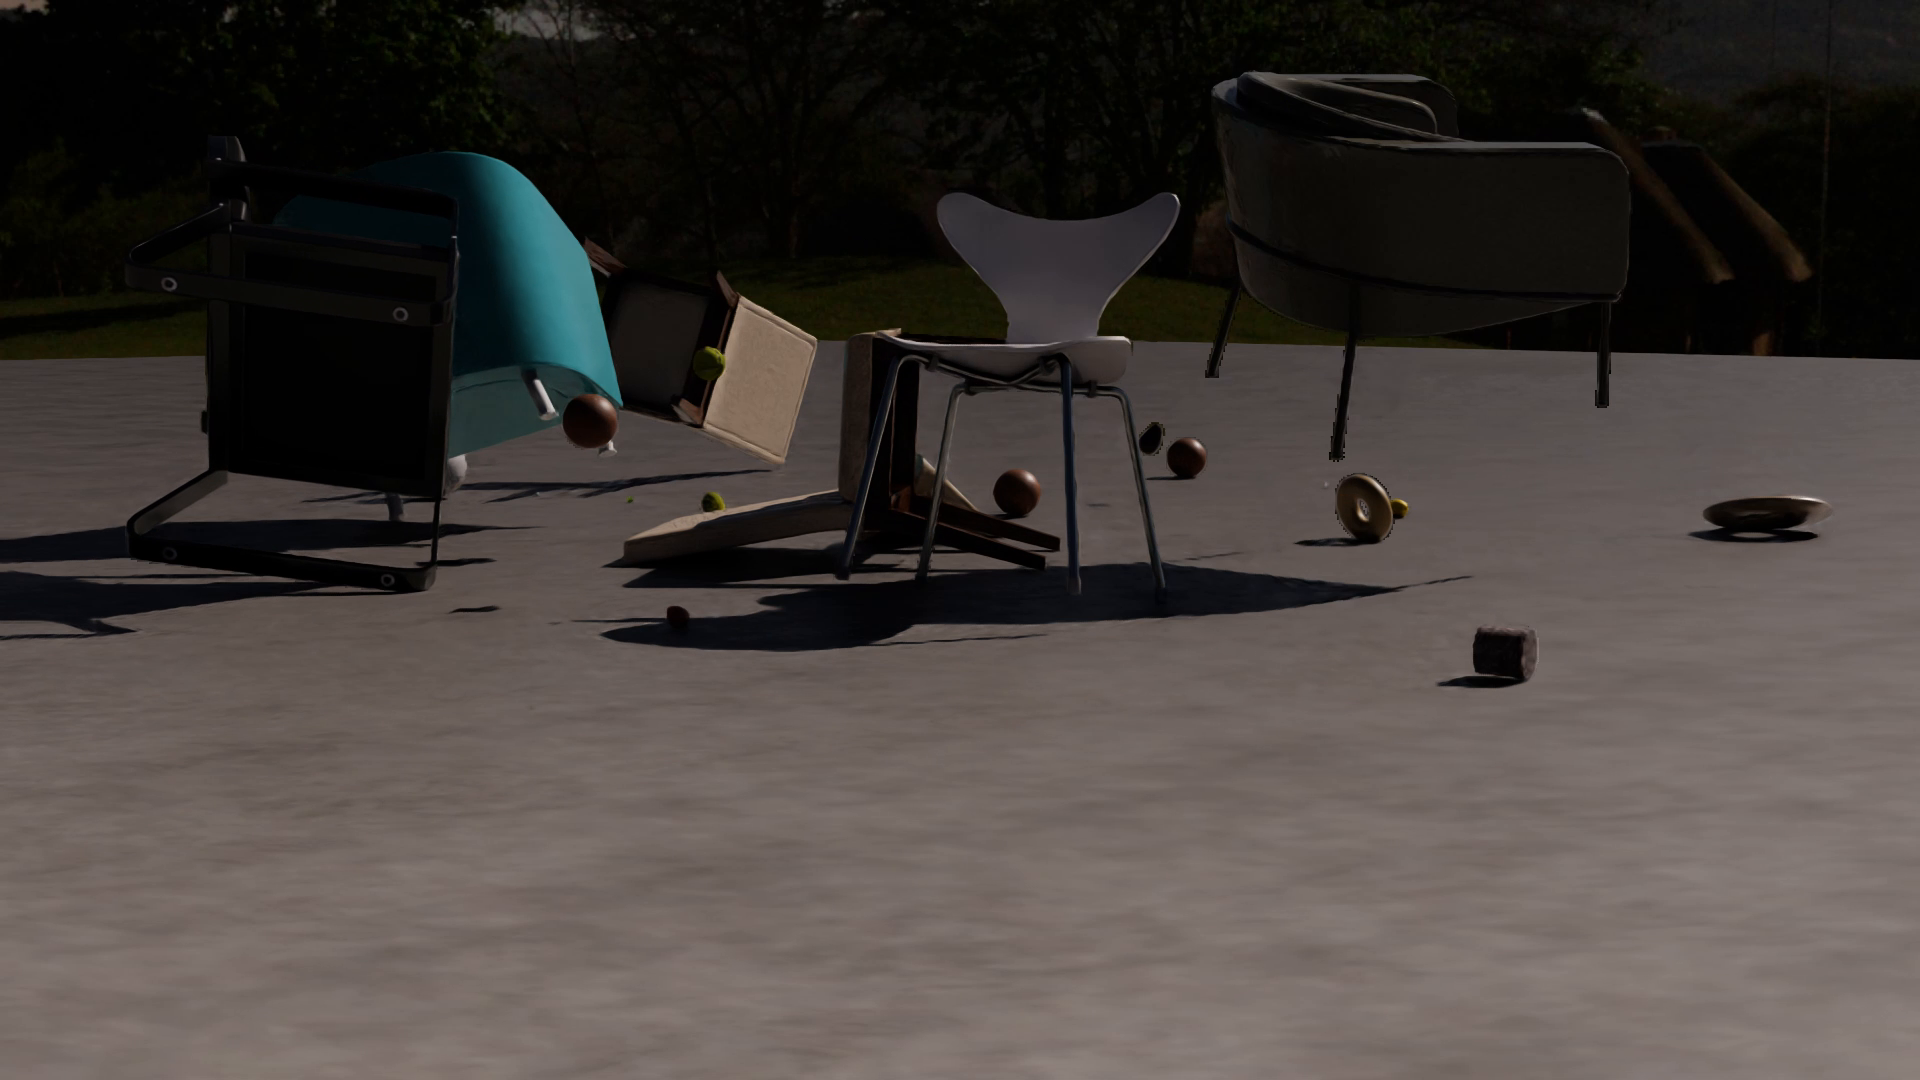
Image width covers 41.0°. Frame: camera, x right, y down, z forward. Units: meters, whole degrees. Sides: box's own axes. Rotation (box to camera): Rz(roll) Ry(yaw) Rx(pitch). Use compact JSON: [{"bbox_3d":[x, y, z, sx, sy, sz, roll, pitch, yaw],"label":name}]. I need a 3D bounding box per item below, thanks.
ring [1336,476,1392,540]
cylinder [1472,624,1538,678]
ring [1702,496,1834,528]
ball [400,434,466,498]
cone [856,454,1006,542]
[{"bbox_3d":[1.009,-0.079,6.402,0.057,0.176,0.156,-18,-15,-37],"label":"ring"},{"bbox_3d":[0.892,0.182,4.196,0.082,0.080,0.090,6,-11,28],"label":"cylinder"},{"bbox_3d":[2.067,-0.070,6.563,0.322,0.045,0.315,-5,-12,29],"label":"ring"},{"bbox_3d":[-1.557,-0.217,7.592,0.191,0.191,0.191,0,6,0],"label":"ball"},{"bbox_3d":[-0.027,-0.054,6.383,0.351,0.131,0.315,18,-48,-28],"label":"cone"}]
